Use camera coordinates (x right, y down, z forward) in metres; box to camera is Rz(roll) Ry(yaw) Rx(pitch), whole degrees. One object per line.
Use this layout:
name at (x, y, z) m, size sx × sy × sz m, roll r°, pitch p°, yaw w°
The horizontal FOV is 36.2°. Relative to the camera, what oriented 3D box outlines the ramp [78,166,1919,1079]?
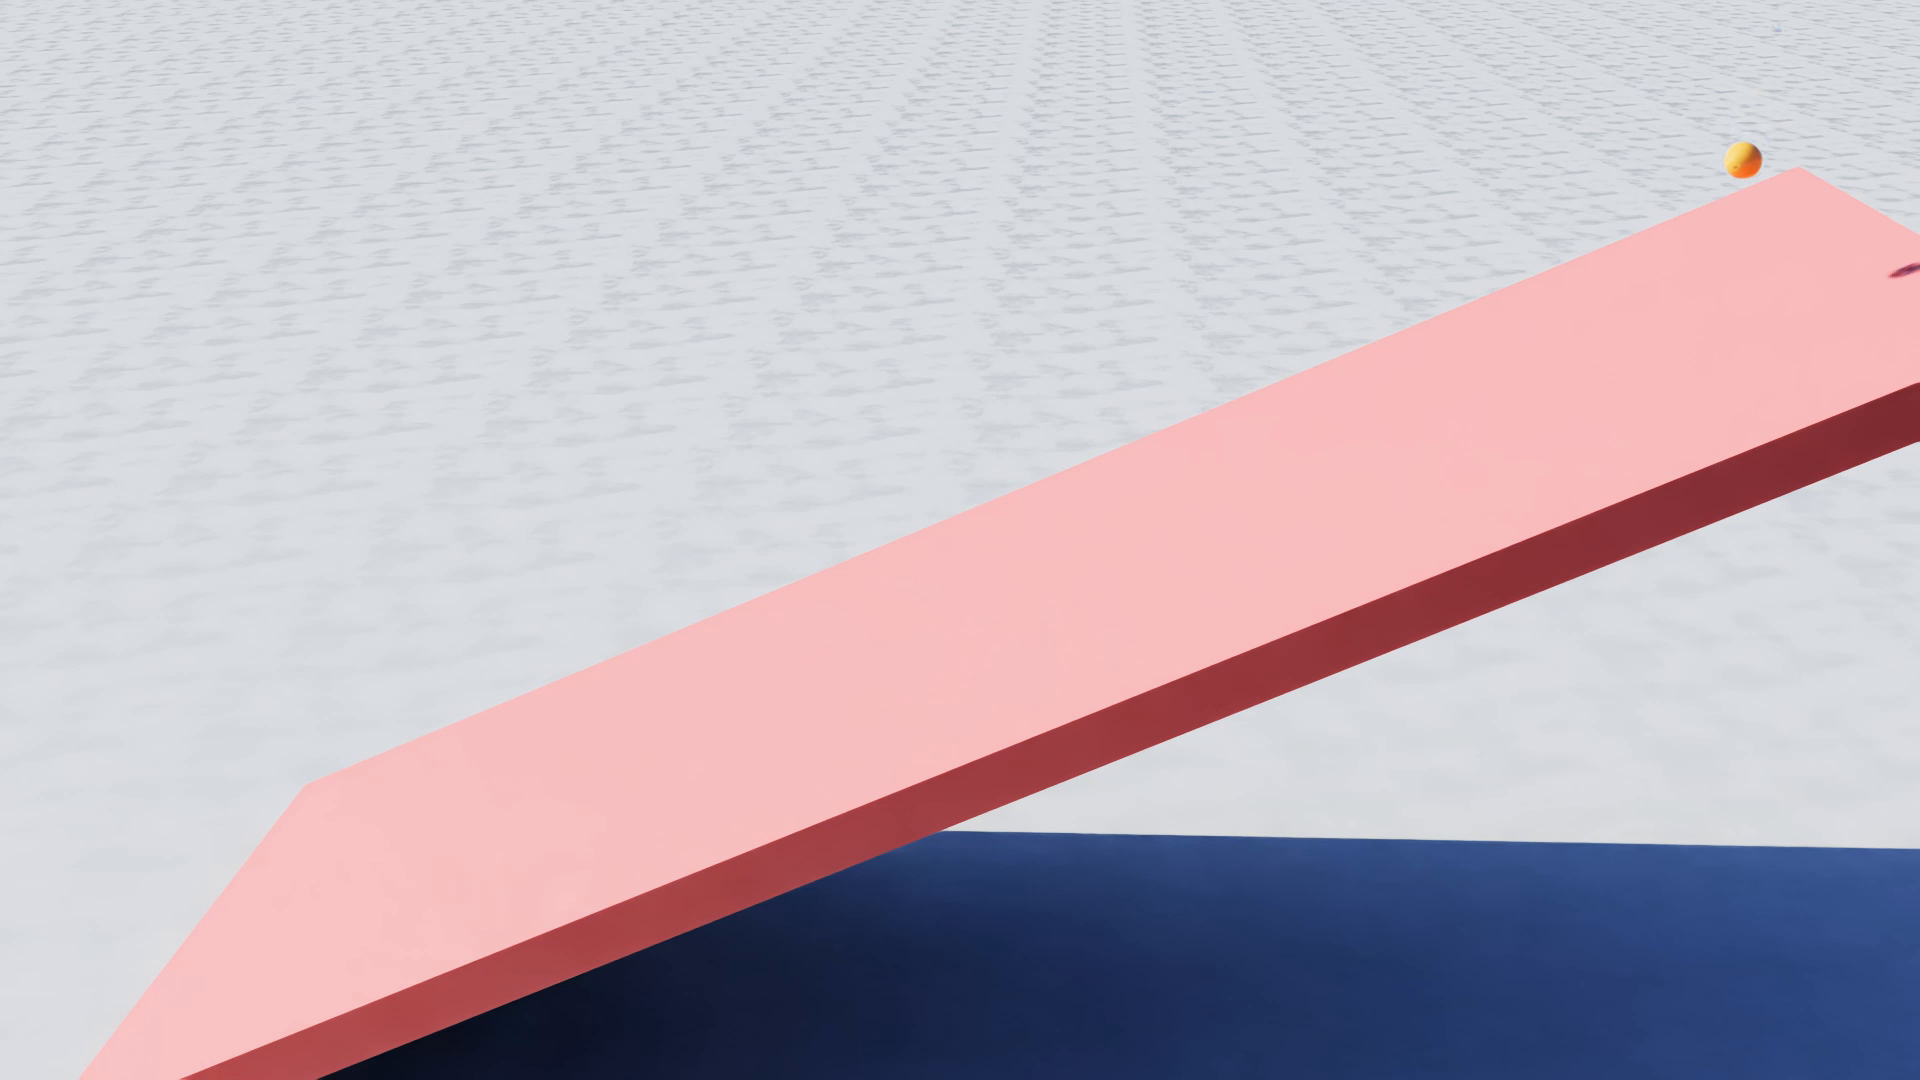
ramp at (0.130, 0.171, 6.285) m, size 4.000 × 0.100 × 2.000 m, roll -22°, pitch 13°, yaw 8°
